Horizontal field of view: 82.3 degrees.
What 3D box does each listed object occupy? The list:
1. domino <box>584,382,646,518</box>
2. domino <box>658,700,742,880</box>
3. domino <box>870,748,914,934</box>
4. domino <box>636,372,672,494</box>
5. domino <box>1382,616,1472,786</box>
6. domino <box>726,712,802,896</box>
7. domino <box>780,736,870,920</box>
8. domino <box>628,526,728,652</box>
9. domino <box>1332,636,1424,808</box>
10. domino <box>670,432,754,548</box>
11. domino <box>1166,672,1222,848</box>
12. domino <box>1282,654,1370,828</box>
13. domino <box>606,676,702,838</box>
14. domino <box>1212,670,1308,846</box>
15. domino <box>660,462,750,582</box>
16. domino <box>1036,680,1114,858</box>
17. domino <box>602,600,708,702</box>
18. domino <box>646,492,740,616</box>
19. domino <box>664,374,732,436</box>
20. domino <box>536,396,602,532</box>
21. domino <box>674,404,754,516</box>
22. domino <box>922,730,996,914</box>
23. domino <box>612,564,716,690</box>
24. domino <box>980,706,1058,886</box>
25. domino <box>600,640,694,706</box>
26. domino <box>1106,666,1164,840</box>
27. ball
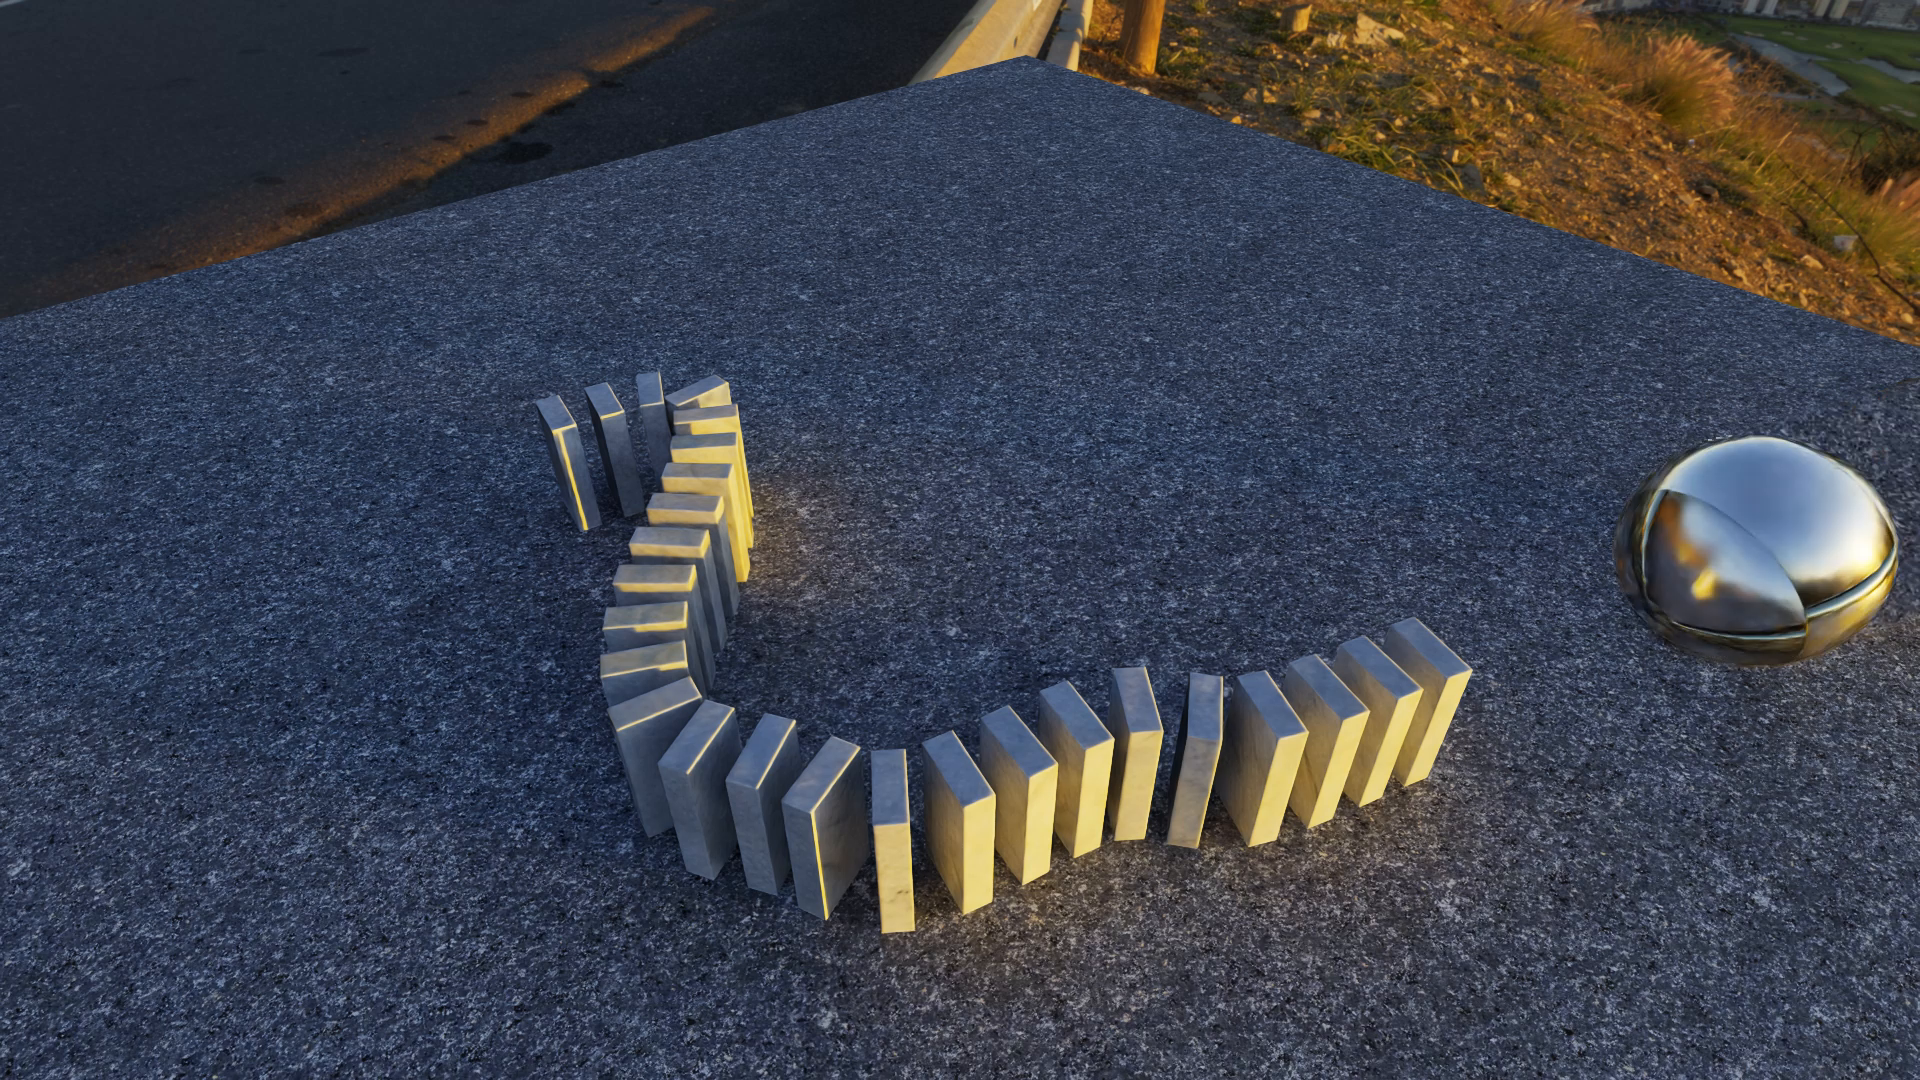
[{"bbox_3d":[-0.143,-0.037,0.457,0.010,0.050,0.025,-19,43,-22],"label":"domino"},{"bbox_3d":[-0.073,0.074,0.322,0.010,0.050,0.025,14,41,16],"label":"domino"},{"bbox_3d":[-0.019,0.085,0.308,0.009,0.050,0.025,-3,39,-4],"label":"domino"},{"bbox_3d":[-0.126,-0.042,0.463,0.009,0.050,0.025,-10,40,-12],"label":"domino"},{"bbox_3d":[0.142,0.052,0.348,0.009,0.050,0.025,-15,42,-18],"label":"domino"},{"bbox_3d":[-0.055,0.077,0.318,0.010,0.050,0.025,11,41,13],"label":"domino"},{"bbox_3d":[-0.037,0.082,0.311,0.010,0.050,0.025,18,43,21],"label":"domino"},{"bbox_3d":[-0.099,0.018,0.389,0.025,0.050,0.010,3,39,3],"label":"domino"},{"bbox_3d":[0.125,0.057,0.342,0.009,0.050,0.025,-17,42,-19],"label":"domino"},{"bbox_3d":[-0.097,-0.018,0.434,0.025,0.050,0.009,-4,40,-5],"label":"domino"},{"bbox_3d":[0.070,0.067,0.330,0.009,0.050,0.025,7,40,8],"label":"domino"},{"bbox_3d":[0.107,0.062,0.336,0.010,0.050,0.025,-15,42,-18],"label":"domino"},{"bbox_3d":[-0.088,0.066,0.331,0.025,0.050,0.010,-21,44,-23],"label":"domino"},{"bbox_3d":[0.089,0.066,0.331,0.009,0.050,0.025,-10,40,-12],"label":"domino"},{"bbox_3d":[-0.096,-0.006,0.419,0.025,0.050,0.009,1,39,1],"label":"domino"},{"bbox_3d":[0.033,0.069,0.328,0.009,0.050,0.025,-18,43,-20],"label":"domino"},{"bbox_3d":[-0.098,0.043,0.359,0.025,0.050,0.009,-5,40,-6],"label":"domino"},{"bbox_3d":[-0.097,0.006,0.404,0.025,0.050,0.009,3,39,4],"label":"domino"},{"bbox_3d":[-0.107,-0.042,0.462,0.010,0.050,0.025,32,49,33],"label":"domino"},{"bbox_3d":[-0.160,-0.031,0.449,0.009,0.050,0.025,-21,44,-24],"label":"domino"},{"bbox_3d":[-0.100,-0.030,0.449,0.025,0.050,0.009,-8,40,-9],"label":"domino"},{"bbox_3d":[-0.001,0.081,0.313,0.010,0.050,0.025,-18,43,-21],"label":"domino"},{"bbox_3d":[-0.100,0.030,0.374,0.025,0.050,0.009,0,39,0],"label":"domino"},{"bbox_3d":[0.016,0.075,0.320,0.010,0.050,0.025,-21,44,-23],"label":"domino"},{"bbox_3d":[-0.095,0.055,0.345,0.025,0.050,0.009,-10,40,-11],"label":"domino"},{"bbox_3d":[0.051,0.065,0.332,0.009,0.050,0.025,-3,39,-3],"label":"domino"},{"bbox_3d":[0.275,0.004,0.383,0.080,0.080,0.080,0,39,0],"label":"ball"}]
